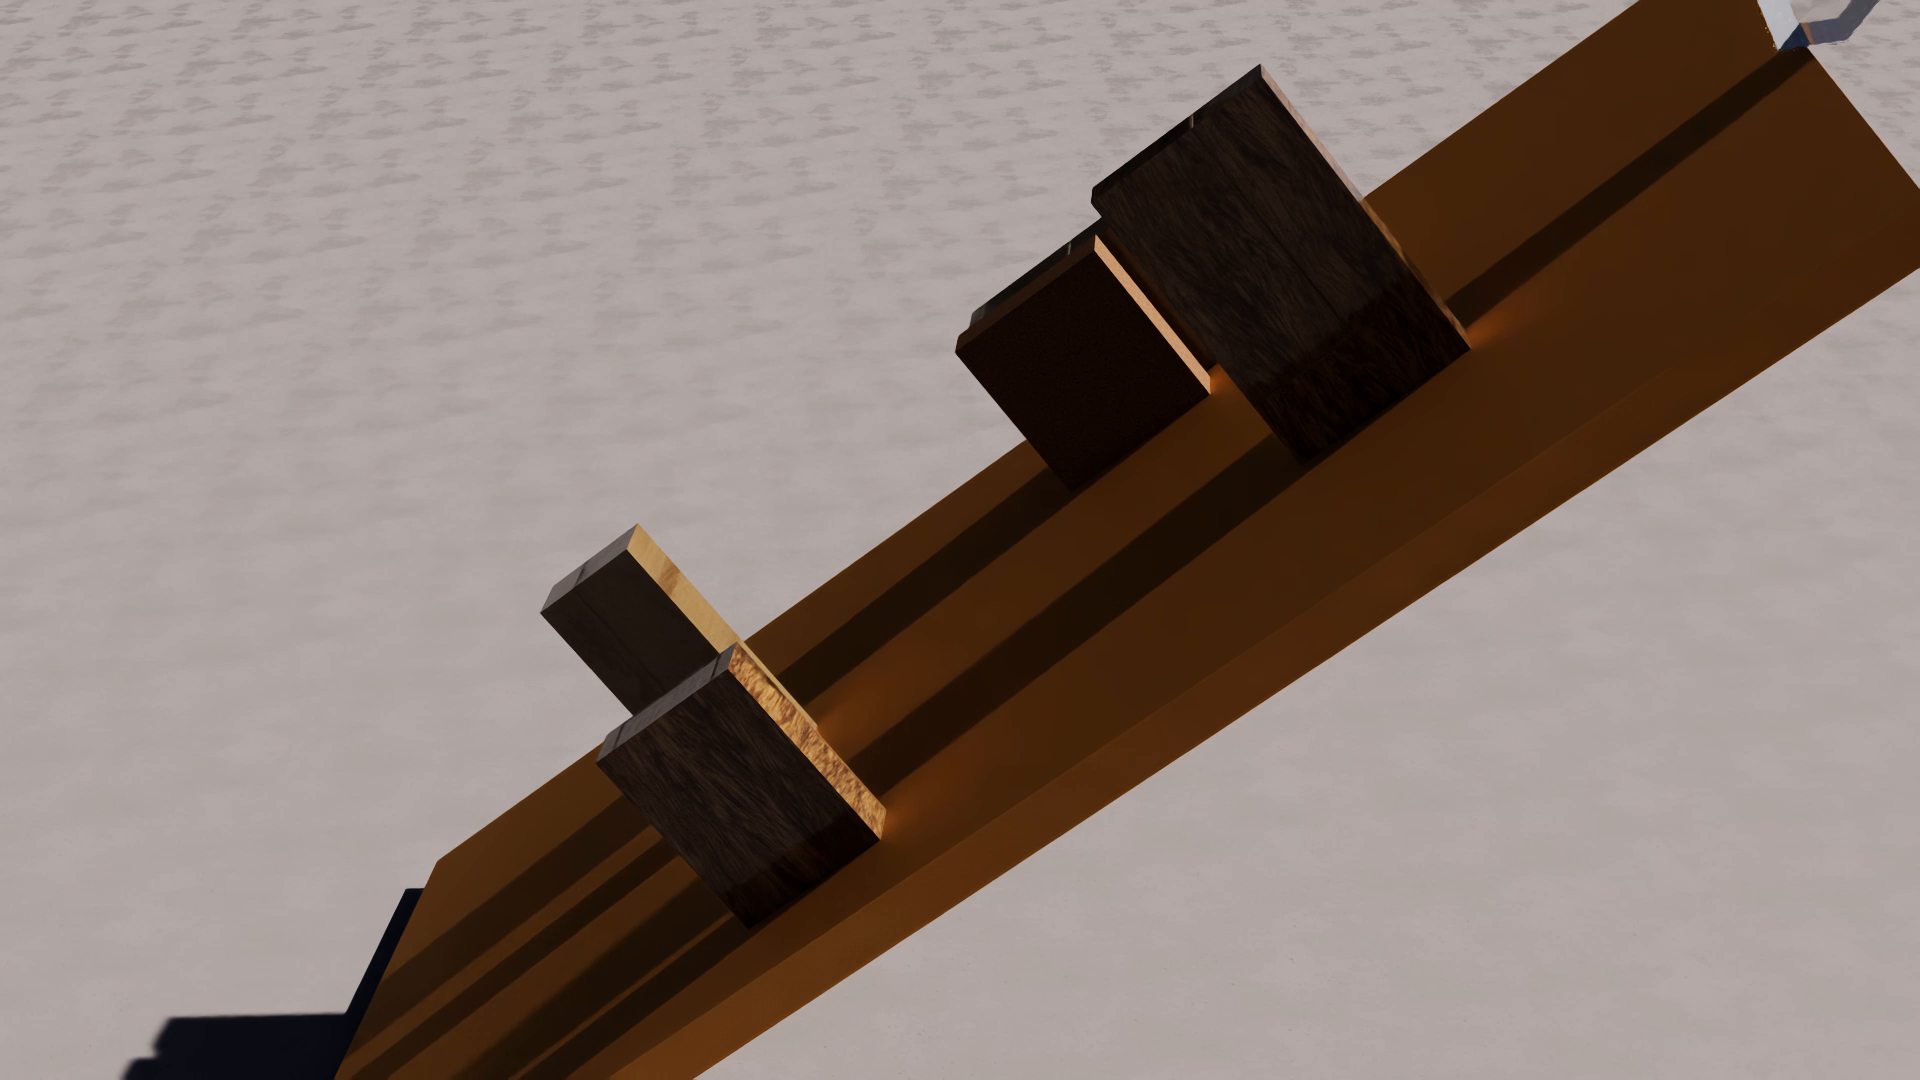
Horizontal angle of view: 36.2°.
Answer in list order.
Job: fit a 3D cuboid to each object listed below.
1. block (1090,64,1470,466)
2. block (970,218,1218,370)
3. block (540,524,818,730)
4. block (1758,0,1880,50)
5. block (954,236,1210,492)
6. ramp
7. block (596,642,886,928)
[{"bbox_3d":[0.619,-0.525,5.674,0.403,0.674,0.103,-35,16,17],"label":"block"},{"bbox_3d":[0.313,-0.469,6.739,0.423,0.403,0.132,-35,16,17],"label":"block"},{"bbox_3d":[-0.611,0.285,6.437,0.250,0.611,0.142,-35,16,17],"label":"block"},{"bbox_3d":[1.657,-1.065,5.695,0.154,0.154,0.154,-11,70,-15],"label":"block"},{"bbox_3d":[0.276,-0.392,6.584,0.392,0.421,0.114,-35,16,17],"label":"block"},{"bbox_3d":[0.124,0.183,6.334,4.000,0.100,2.000,-35,16,17],"label":"ramp"},{"bbox_3d":[-0.425,0.482,5.746,0.339,0.459,0.121,-35,16,17],"label":"block"}]
